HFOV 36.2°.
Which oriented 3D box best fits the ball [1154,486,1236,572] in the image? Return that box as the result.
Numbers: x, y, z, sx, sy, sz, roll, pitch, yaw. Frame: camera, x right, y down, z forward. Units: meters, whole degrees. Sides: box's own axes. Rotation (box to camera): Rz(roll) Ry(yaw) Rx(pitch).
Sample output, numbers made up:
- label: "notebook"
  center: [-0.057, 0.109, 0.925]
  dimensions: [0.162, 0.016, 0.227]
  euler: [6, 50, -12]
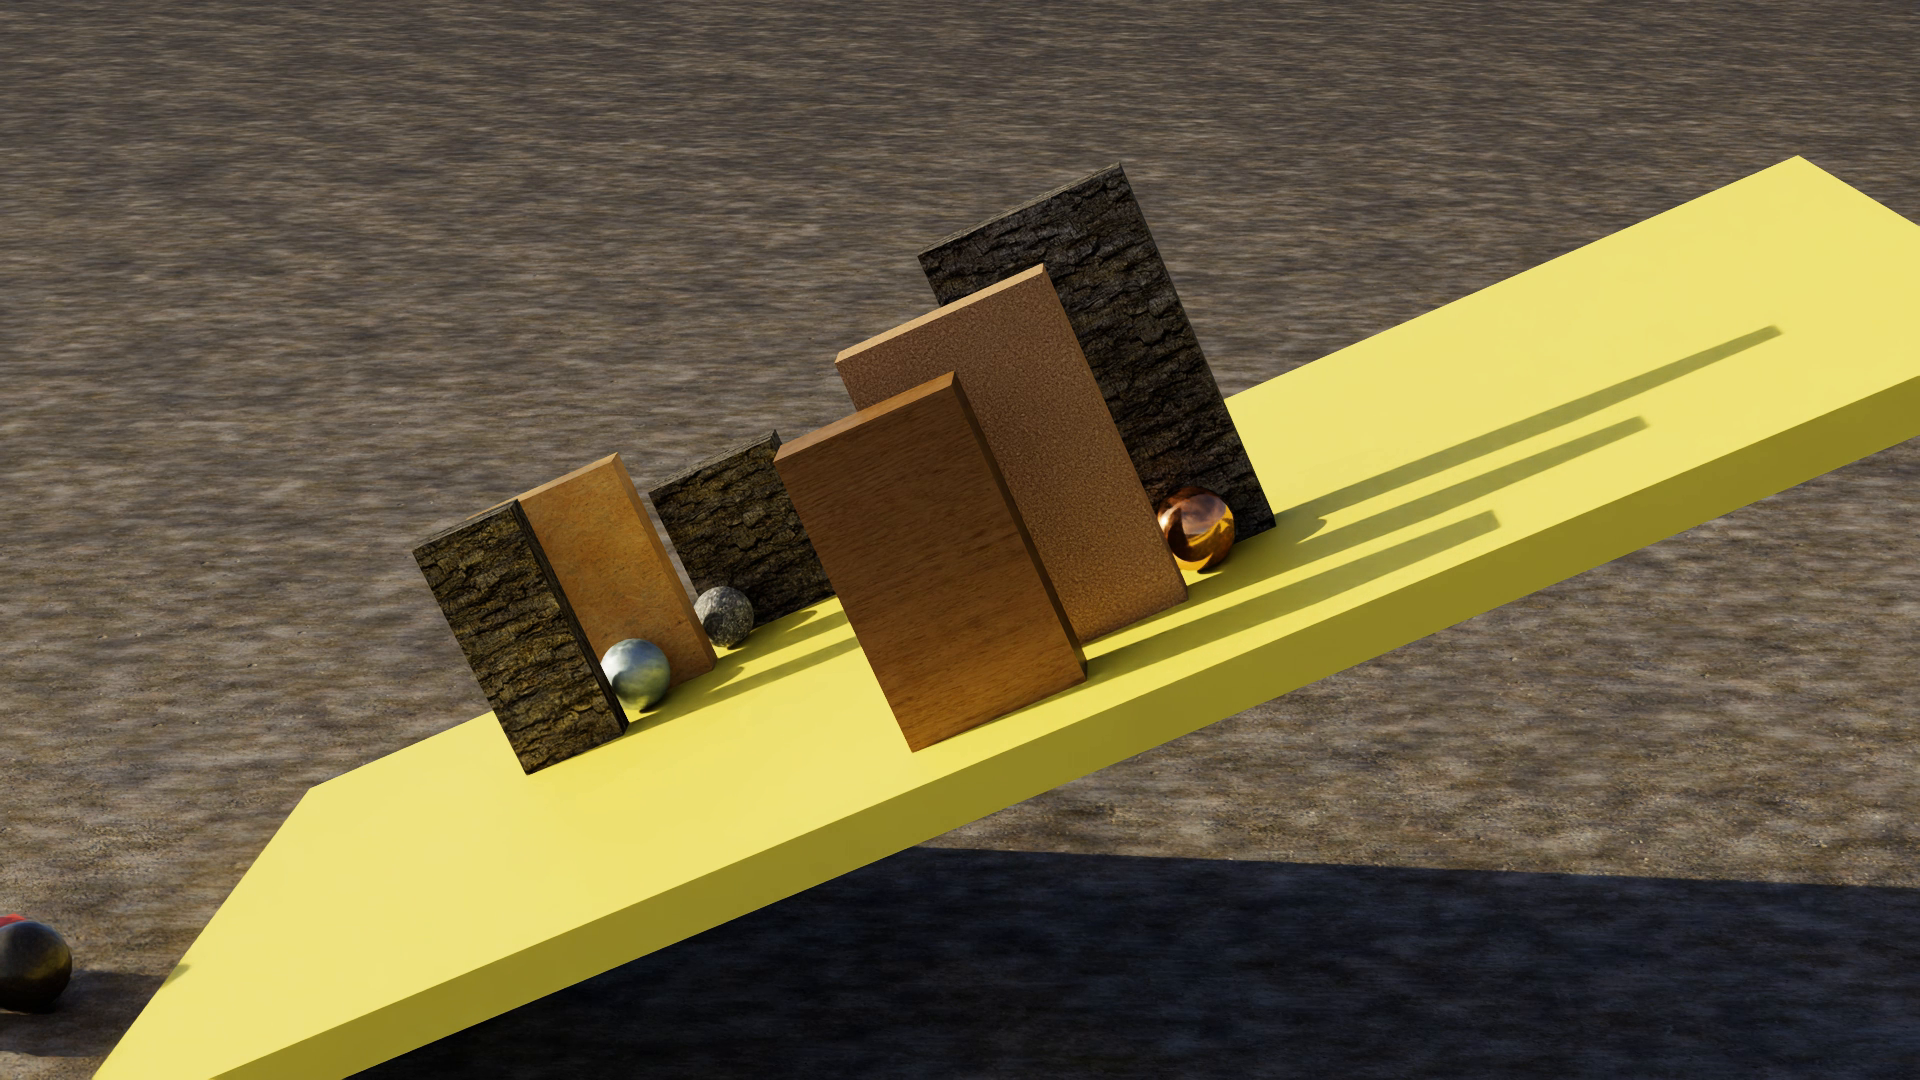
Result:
- label: "ball"
  center: [0.463, -0.023, 5.832]
  dimensions: [0.169, 0.169, 0.169]
  euler: [0, 15, 0]

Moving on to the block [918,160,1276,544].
- label: "block"
  center: [0.278, -0.306, 5.902]
  dimensions: [0.434, 0.791, 0.097]
  euler: [-23, 13, 8]

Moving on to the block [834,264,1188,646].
- label: "block"
  center: [0.104, -0.124, 5.698]
  dimensions: [0.432, 0.701, 0.105]
  euler: [-23, 13, 8]

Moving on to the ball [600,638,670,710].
- label: "ball"
  center: [-0.748, 0.309, 6.763]
  dimensions: [0.165, 0.165, 0.165]
  euler: [0, 15, 0]

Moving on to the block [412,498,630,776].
- label: "block"
  center: [-0.987, 0.221, 6.630]
  dimensions: [0.246, 0.578, 0.090]
  euler: [-23, 13, 8]

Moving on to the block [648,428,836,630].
- label: "block"
  center: [-0.508, -0.010, 7.051]
  dimensions: [0.321, 0.406, 0.119]
  euler: [-23, 13, 8]

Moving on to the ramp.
- label: "ramp"
  center: [0.133, 0.170, 6.284]
  dimensions: [4.000, 0.100, 2.000]
  euler: [-23, 13, 8]

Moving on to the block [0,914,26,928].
- label: "block"
  center: [-2.132, 0.927, 6.562]
  dimensions: [0.128, 0.128, 0.128]
  euler: [-15, 21, -43]

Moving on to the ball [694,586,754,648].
- label: "ball"
  center: [-0.561, 0.182, 6.968]
  dimensions: [0.146, 0.146, 0.146]
  euler: [0, 15, 0]

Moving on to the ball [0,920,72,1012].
- label: "ball"
  center: [-2.041, 0.930, 6.418]
  dimensions: [0.199, 0.199, 0.199]
  euler: [0, 15, 0]

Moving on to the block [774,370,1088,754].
- label: "block"
  center: [-0.050, 0.043, 5.510]
  dimensions: [0.360, 0.616, 0.132]
  euler: [-23, 13, 8]

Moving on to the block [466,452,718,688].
- label: "block"
  center: [-0.861, 0.125, 6.854]
  dimensions: [0.391, 0.544, 0.094]
  euler: [-23, 13, 8]
